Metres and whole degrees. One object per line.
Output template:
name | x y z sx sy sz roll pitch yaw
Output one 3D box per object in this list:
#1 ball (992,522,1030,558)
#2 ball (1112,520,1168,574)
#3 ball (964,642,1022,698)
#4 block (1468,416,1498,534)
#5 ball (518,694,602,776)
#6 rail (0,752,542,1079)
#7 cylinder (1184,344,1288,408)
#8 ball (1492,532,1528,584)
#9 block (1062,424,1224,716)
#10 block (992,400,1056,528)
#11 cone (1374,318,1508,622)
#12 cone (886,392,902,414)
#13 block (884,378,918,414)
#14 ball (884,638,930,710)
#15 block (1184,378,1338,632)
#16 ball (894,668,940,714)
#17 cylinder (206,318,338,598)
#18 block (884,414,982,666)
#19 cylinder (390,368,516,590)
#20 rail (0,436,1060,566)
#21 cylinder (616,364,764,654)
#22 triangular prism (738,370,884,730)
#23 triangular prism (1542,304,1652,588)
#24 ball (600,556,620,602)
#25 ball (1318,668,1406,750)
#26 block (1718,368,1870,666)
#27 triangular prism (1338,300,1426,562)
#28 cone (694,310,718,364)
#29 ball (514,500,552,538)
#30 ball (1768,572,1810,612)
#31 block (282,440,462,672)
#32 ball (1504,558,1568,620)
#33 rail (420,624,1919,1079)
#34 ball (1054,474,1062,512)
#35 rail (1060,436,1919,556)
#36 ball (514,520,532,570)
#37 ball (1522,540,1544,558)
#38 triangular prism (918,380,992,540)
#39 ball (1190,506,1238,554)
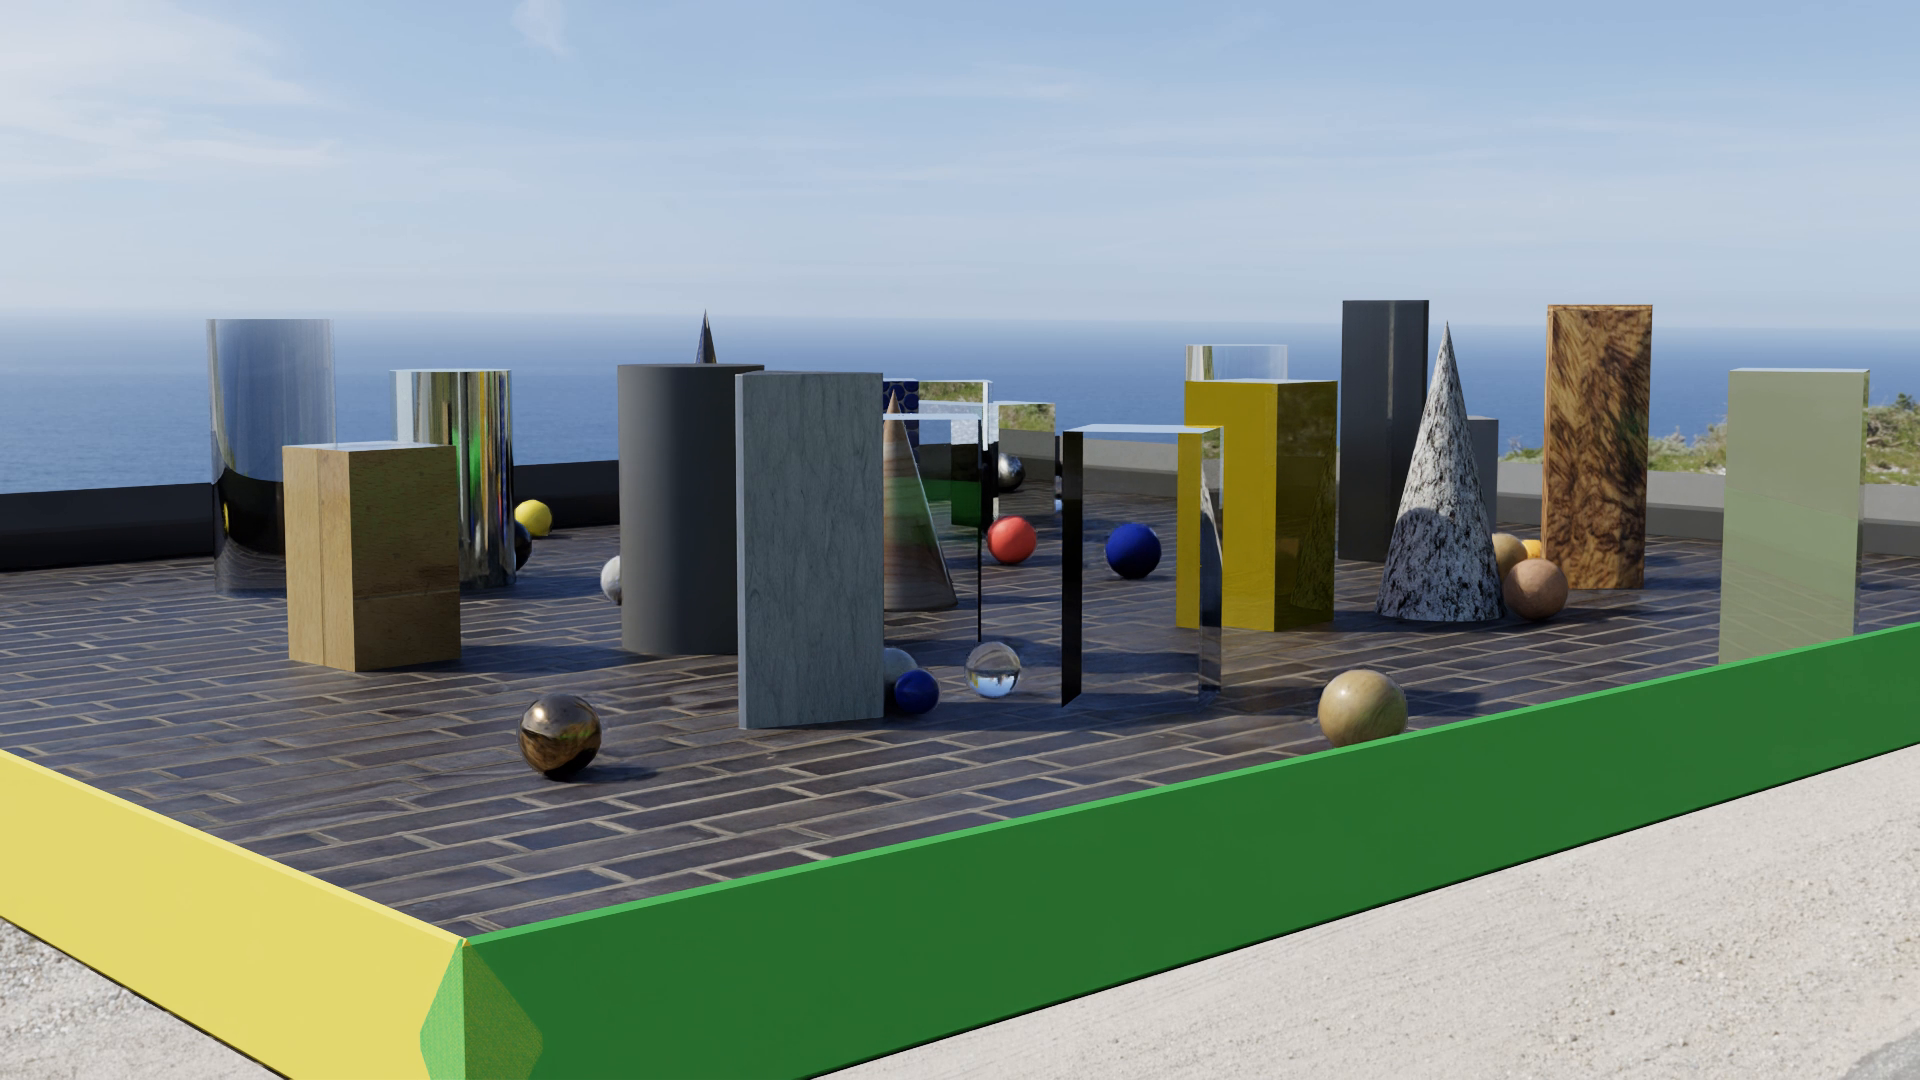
ball | 0.089 0.000 3.846 0.065 0.065 0.065 0 6 0
ball | 0.302 0.012 3.695 0.093 0.093 0.093 0 6 0
ball | 0.038 0.149 2.528 0.065 0.065 0.065 0 6 0
block | 0.927 -0.114 4.187 0.154 0.239 0.154 0 6 0
ball | -0.383 0.186 2.104 0.079 0.079 0.079 0 6 0
rail | -1.229 0.151 2.205 0.045 0.125 2.933 -6 8 -42
cylinder | 0.519 -0.178 4.142 0.193 0.377 0.193 0 6 0
ball | 0.878 0.030 3.567 0.084 0.084 0.084 0 6 0
block | 0.209 0.028 2.498 0.154 0.310 0.154 2 6 16
block | 0.089 -0.161 4.586 0.154 0.250 0.154 -5 8 -39
cone | 0.708 -0.108 3.219 0.193 0.431 0.193 0 6 0
cone | -0.101 -0.070 3.368 0.193 0.324 0.193 0 6 0
block | -0.155 -0.124 3.899 0.154 0.320 0.154 0 6 -5
ball | -0.077 0.154 2.476 0.086 0.086 0.086 0 6 0
block | 0.428 -0.055 3.134 0.154 0.343 0.154 5 8 41
ball | -0.048 0.167 2.424 0.050 0.050 0.050 0 6 0
cylinder | -1.082 -0.134 3.471 0.193 0.429 0.193 0 6 0
block | -0.053 -0.004 2.817 0.154 0.308 0.154 0 6 -2
cylinder | -0.821 -0.102 3.563 0.193 0.346 0.193 0 6 0
rail | -0.979 -0.078 4.387 3.391 0.125 0.045 -6 8 -42
cylinder | -0.354 -0.046 2.916 0.193 0.371 0.193 0 6 0
triangular prism | -0.190 0.003 2.421 0.167 0.376 0.145 -3 7 -27
triangular prism | 1.006 -0.154 3.563 0.167 0.451 0.145 -1 6 -5
ball | -0.506 0.059 3.331 0.075 0.075 0.075 0 6 0
ball | 0.402 0.172 2.198 0.087 0.087 0.087 0 6 0
block | 1.050 -0.029 2.767 0.154 0.369 0.154 3 7 24
triangular prism | 0.786 -0.195 3.910 0.167 0.460 0.145 5 8 40
cone | -0.402 -0.145 3.501 0.193 0.446 0.193 0 6 0
ball | -0.835 -0.042 4.296 0.073 0.073 0.073 0 6 0
ball | 1.219 0.077 3.237 0.059 0.059 0.059 0 6 0
block | -0.748 0.016 2.800 0.154 0.272 0.154 6 8 43
ball | 0.826 0.071 3.151 0.090 0.090 0.090 0 6 0
rail | 0.979 0.143 2.277 3.391 0.125 0.045 -6 8 -42
ball | 0.200 -0.102 4.824 0.084 0.084 0.084 0 6 0
rail | 1.229 -0.086 4.459 0.045 0.125 2.933 -6 8 -42
ball | -0.771 0.009 3.719 0.094 0.094 0.094 0 6 0
ball | 0.948 0.031 3.648 0.065 0.065 0.065 0 6 0
triangular prism | 0.018 -0.163 4.348 0.167 0.304 0.145 3 7 27
ball | 0.463 -0.018 4.003 0.088 0.088 0.088 0 6 0
